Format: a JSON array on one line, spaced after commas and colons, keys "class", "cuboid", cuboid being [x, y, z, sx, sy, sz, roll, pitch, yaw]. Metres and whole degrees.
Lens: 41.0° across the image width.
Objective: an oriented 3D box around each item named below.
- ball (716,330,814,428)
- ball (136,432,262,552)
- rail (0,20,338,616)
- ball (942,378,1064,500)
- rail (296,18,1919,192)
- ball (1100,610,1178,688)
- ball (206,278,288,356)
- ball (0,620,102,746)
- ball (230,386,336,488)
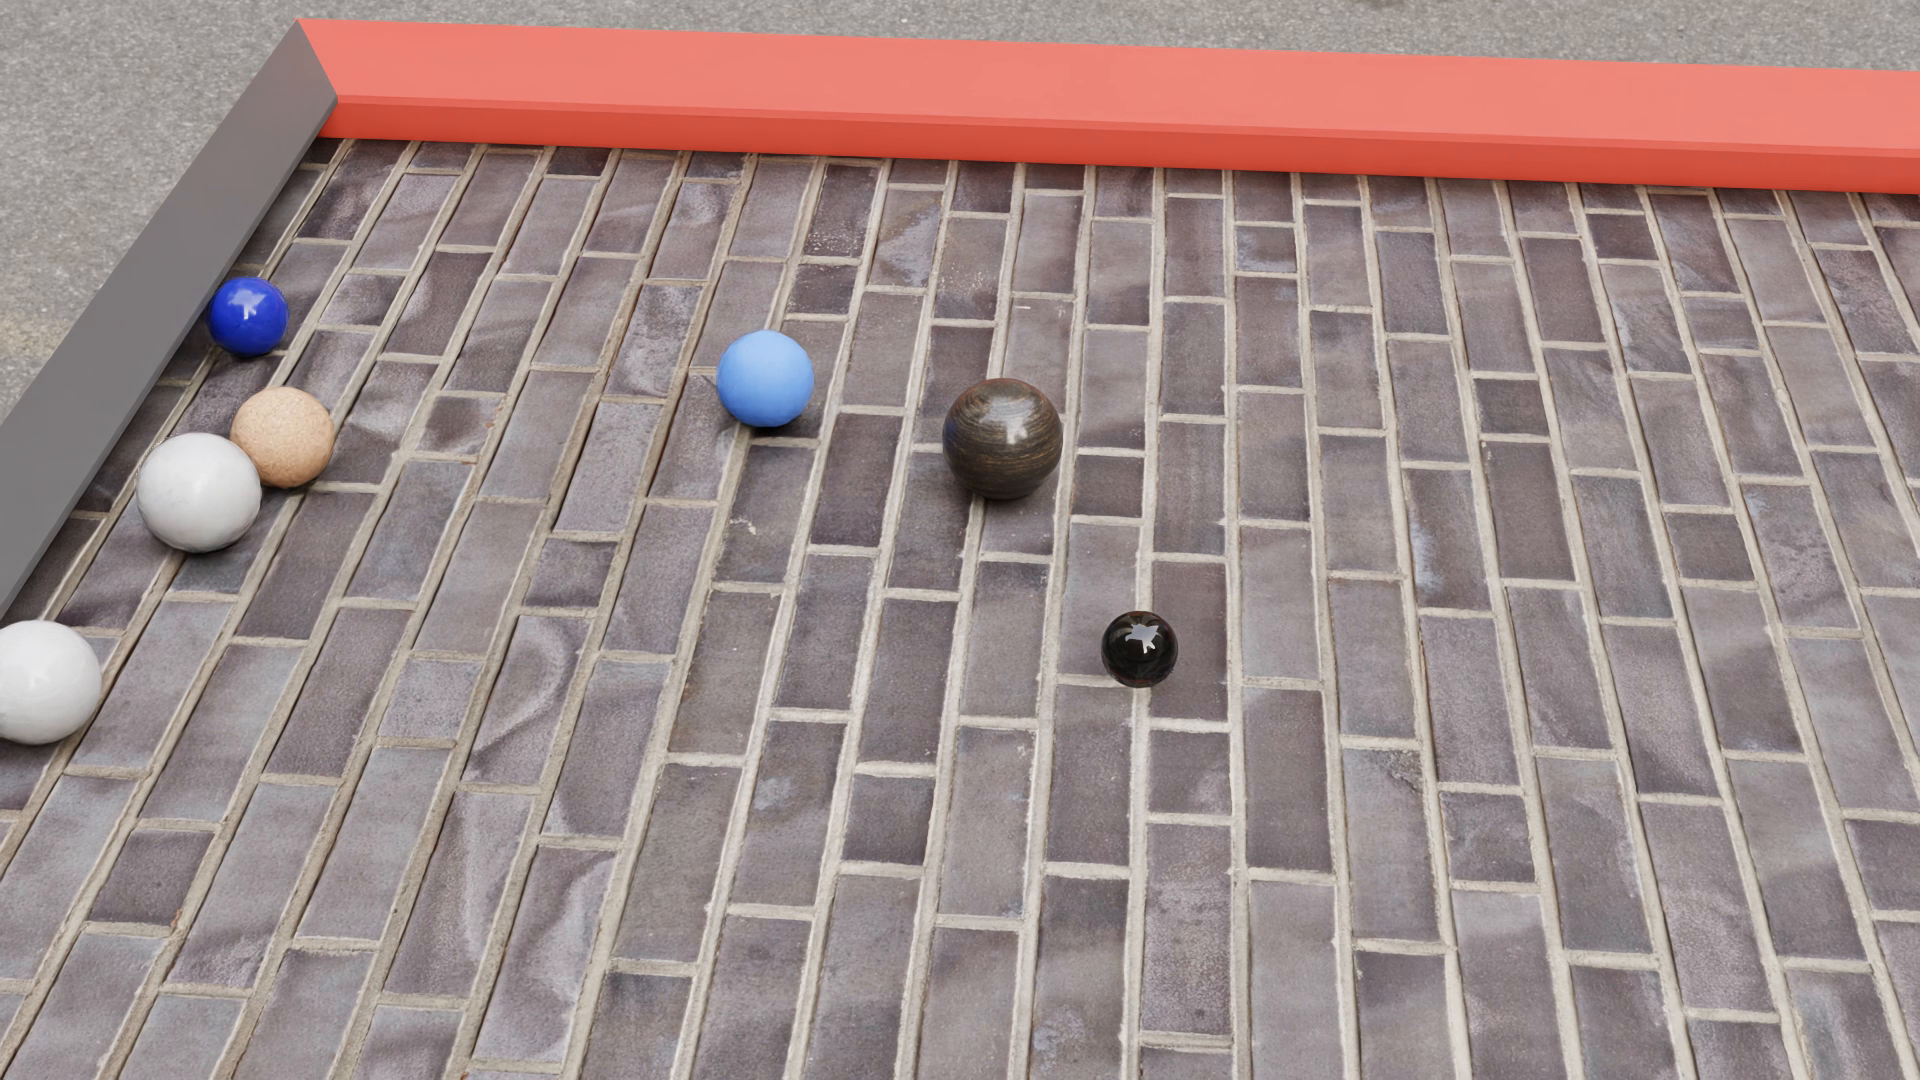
[{"class": "ball", "cuboid": [-0.159, -0.132, 2.102, 0.080, 0.080, 0.080, 0, 35, 0]}, {"class": "ball", "cuboid": [-0.579, -0.036, 1.953, 0.092, 0.092, 0.092, 0, 35, 0]}, {"class": "rail", "cuboid": [-0.680, -0.050, 1.944, 0.045, 0.124, 1.429, 3, 35, 4]}, {"class": "ball", "cuboid": [0.033, -0.079, 2.012, 0.096, 0.096, 0.096, 0, 35, 0]}, {"class": "rail", "cuboid": [0.759, -0.379, 2.419, 2.822, 0.124, 0.045, 3, 35, 4]}, {"class": "ball", "cuboid": [0.127, 0.078, 1.821, 0.055, 0.055, 0.055, 0, 35, 0]}, {"class": "ball", "cuboid": [-0.611, -0.191, 2.198, 0.068, 0.068, 0.068, 0, 35, 0]}, {"class": "ball", "cuboid": [-0.636, 0.098, 1.765, 0.086, 0.086, 0.086, 0, 35, 0]}, {"class": "ball", "cuboid": [-0.535, -0.081, 2.029, 0.080, 0.080, 0.080, 0, 35, 0]}]
